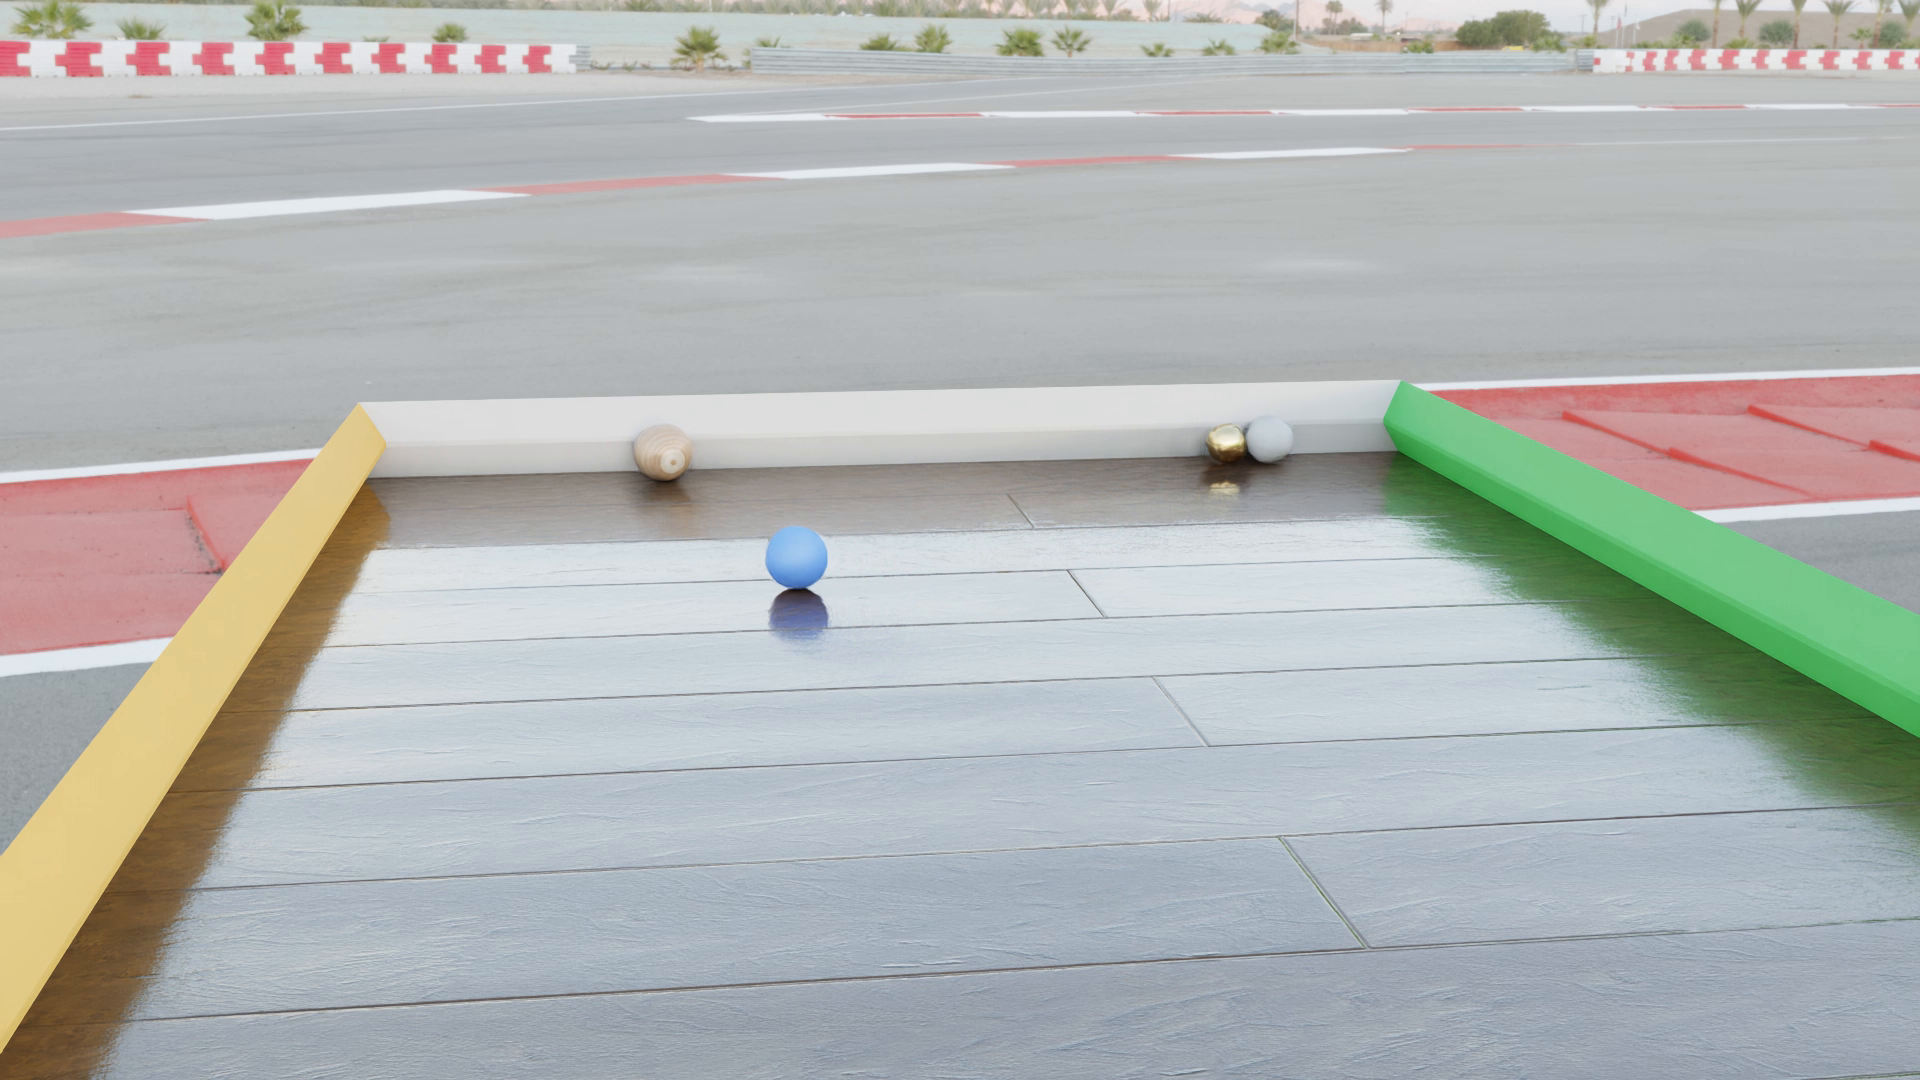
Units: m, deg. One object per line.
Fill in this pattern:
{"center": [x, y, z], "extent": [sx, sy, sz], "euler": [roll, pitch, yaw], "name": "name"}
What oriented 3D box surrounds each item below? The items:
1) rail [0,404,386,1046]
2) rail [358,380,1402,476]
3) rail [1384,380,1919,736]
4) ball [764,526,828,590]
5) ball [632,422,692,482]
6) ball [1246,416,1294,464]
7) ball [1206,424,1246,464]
{"center": [-0.723, 0.174, 2.040], "extent": [0.045, 0.120, 3.018], "euler": [-2, 13, -8], "name": "rail"}
{"center": [-0.100, -0.180, 3.586], "extent": [1.716, 0.120, 0.045], "euler": [-2, 13, -8], "name": "rail"}
{"center": [0.930, 0.122, 2.263], "extent": [0.045, 0.120, 3.018], "euler": [-2, 13, -8], "name": "rail"}
{"center": [-0.208, 0.023, 2.792], "extent": [0.080, 0.080, 0.080], "euler": [0, 13, 0], "name": "ball"}
{"center": [-0.470, -0.139, 3.473], "extent": [0.092, 0.092, 0.092], "euler": [0, 13, 0], "name": "ball"}
{"center": [0.510, -0.165, 3.617], "extent": [0.078, 0.078, 0.078], "euler": [0, 13, 0], "name": "ball"}
{"center": [0.438, -0.159, 3.621], "extent": [0.065, 0.065, 0.065], "euler": [0, 13, 0], "name": "ball"}
